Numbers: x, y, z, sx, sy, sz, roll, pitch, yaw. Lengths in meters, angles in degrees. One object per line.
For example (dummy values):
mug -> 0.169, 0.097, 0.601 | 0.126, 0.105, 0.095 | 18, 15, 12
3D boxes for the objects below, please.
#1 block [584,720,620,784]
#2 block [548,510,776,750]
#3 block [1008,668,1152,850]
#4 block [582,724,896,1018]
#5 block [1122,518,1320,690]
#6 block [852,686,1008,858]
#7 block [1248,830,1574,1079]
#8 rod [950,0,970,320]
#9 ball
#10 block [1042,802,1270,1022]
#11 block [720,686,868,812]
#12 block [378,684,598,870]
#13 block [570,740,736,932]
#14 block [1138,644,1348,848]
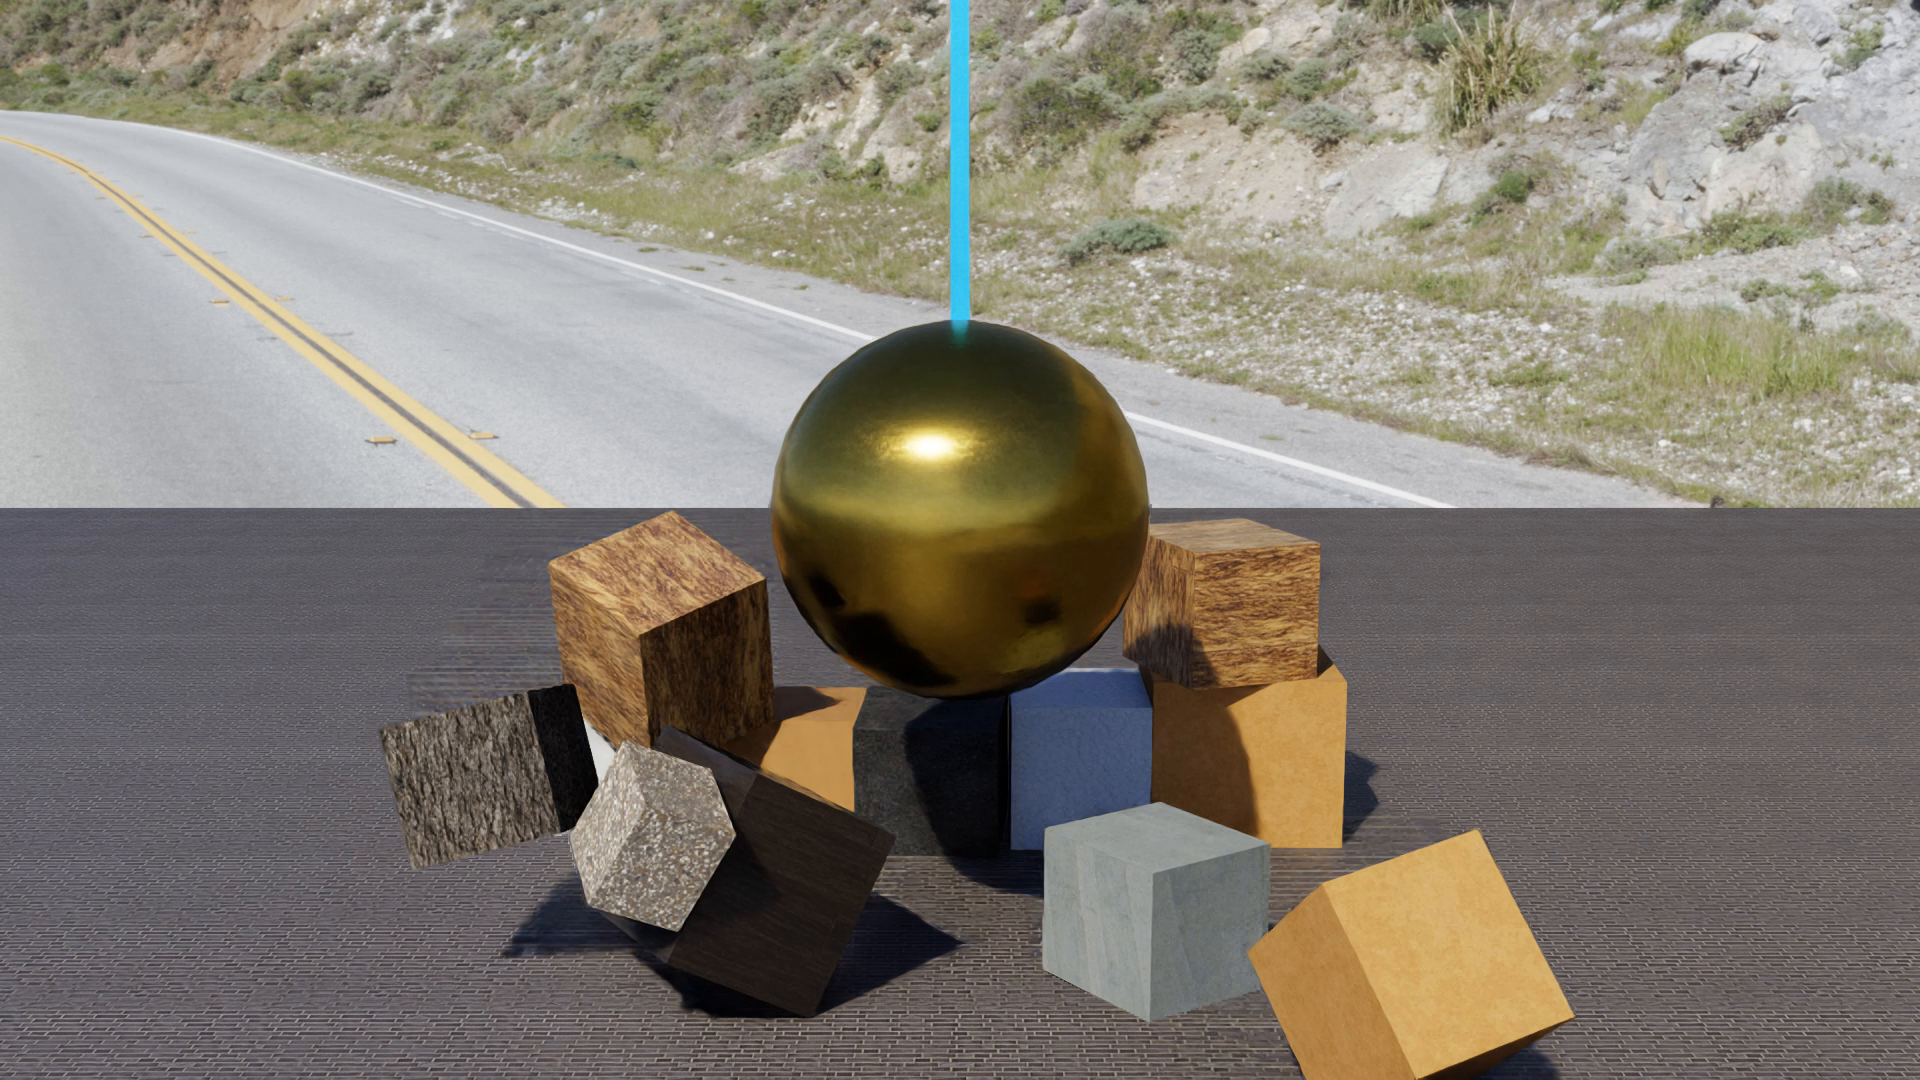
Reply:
block -> -1.565, 1.139, 11.379 | 0.719, 0.688, 0.664 | 0, 10, 1
block -> -1.451, 0.499, 10.763 | 0.720, 0.850, 0.800 | -25, 40, -32
block -> 0.604, 1.119, 11.365 | 0.699, 0.732, 0.834 | 0, 10, 0
block -> -0.926, 1.359, 9.116 | 0.725, 0.811, 0.872 | 29, -7, -32
block -> 1.314, 0.310, 11.156 | 0.693, 0.686, 0.793 | -4, 11, -21
block -> -0.138, 1.165, 11.153 | 0.714, 0.658, 0.656 | 1, 16, 6
block -> 1.556, 1.550, 7.700 | 0.654, 0.703, 0.717 | -14, -24, -23
rod -> 0.000, -3.492, 9.725 | 0.080, 5.200, 0.080 | 0, -8, 0
ball -> 0.000, -0.124, 9.265 | 1.600, 1.600, 1.600 | 0, 10, 0
block -> 0.821, 1.549, 9.265 | 0.644, 0.632, 0.700 | -7, 13, -35
block -> -0.850, 1.159, 11.375 | 0.695, 0.650, 0.692 | 0, 10, 2
block -> -1.953, 0.983, 9.257 | 0.645, 0.589, 0.655 | -15, -2, 6
block -> -1.196, 1.145, 8.518 | 0.389, 0.473, 0.468 | 23, 17, -28
block -> 1.437, 1.052, 11.388 | 0.961, 0.856, 0.844 | 0, 10, 0
